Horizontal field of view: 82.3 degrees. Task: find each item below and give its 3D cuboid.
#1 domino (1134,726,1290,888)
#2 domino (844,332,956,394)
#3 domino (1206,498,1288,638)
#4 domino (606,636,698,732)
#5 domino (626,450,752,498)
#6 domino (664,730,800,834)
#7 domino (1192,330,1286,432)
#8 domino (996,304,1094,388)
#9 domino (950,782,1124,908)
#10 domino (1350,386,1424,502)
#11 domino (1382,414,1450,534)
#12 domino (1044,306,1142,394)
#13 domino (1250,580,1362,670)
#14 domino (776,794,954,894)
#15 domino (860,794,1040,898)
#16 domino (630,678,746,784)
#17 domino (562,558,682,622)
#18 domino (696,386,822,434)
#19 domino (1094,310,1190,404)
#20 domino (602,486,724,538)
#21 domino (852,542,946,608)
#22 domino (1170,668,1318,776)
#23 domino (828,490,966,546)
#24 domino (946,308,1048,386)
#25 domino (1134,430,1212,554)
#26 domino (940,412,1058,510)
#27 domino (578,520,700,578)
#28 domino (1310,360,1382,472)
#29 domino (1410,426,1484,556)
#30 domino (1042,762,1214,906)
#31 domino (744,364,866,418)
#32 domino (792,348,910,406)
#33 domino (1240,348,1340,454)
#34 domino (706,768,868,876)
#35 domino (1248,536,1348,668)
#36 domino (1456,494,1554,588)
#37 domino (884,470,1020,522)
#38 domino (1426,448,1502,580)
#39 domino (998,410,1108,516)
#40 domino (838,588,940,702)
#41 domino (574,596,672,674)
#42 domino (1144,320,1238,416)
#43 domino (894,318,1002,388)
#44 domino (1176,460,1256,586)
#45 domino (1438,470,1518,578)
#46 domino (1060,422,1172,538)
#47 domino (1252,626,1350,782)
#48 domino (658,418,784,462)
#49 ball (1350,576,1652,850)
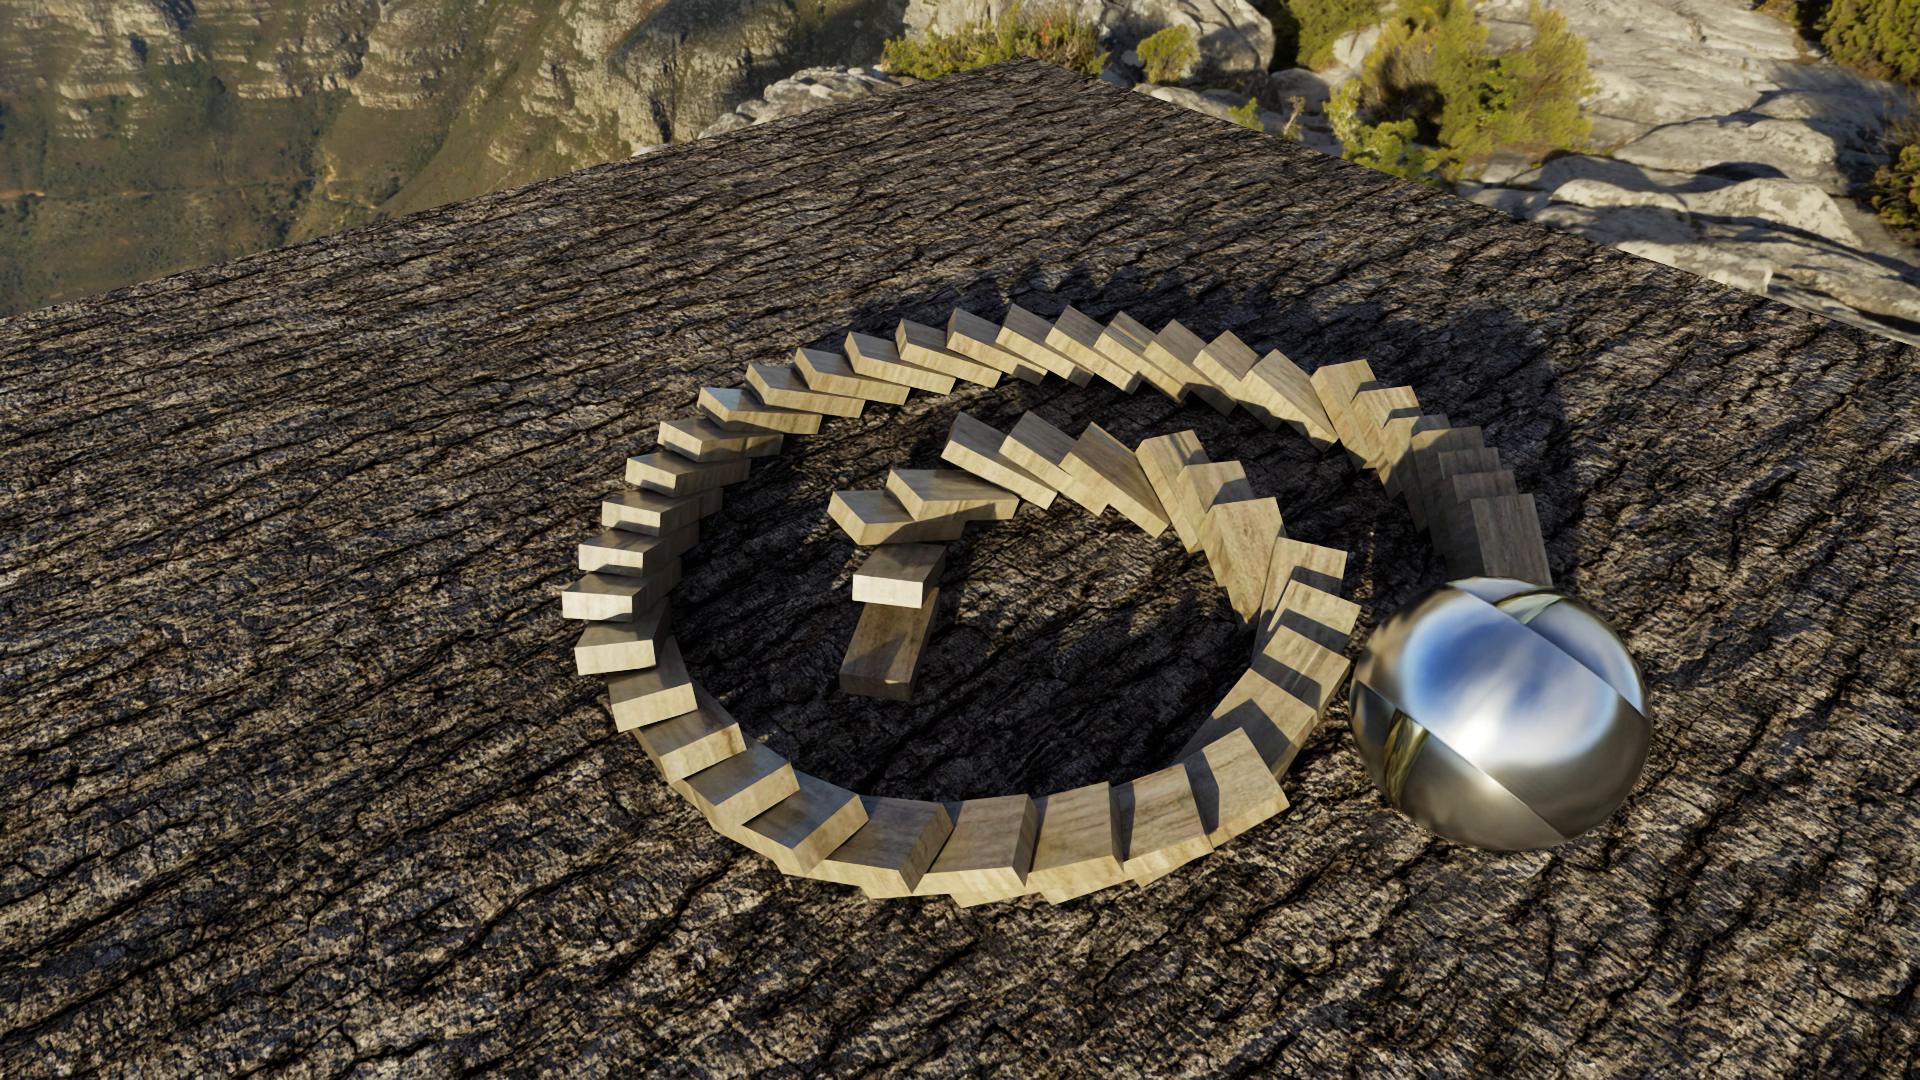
[{"bbox_3d":[0.069,0.080,0.329,0.050,0.010,0.025,-30,43,5],"label":"domino"},{"bbox_3d":[-0.029,-0.086,0.533,0.050,0.010,0.025,9,33,-27],"label":"domino"},{"bbox_3d":[0.112,0.010,0.414,0.025,0.010,0.050,-8,68,-9],"label":"domino"},{"bbox_3d":[-0.105,0.047,0.370,0.025,0.009,0.050,-15,17,-17],"label":"domino"},{"bbox_3d":[-0.114,-0.030,0.464,0.025,0.009,0.050,19,19,21],"label":"domino"},{"bbox_3d":[-0.073,0.072,0.340,0.025,0.009,0.050,-27,22,-29],"label":"domino"},{"bbox_3d":[0.137,-0.076,0.521,0.050,0.009,0.025,43,52,11],"label":"domino"},{"bbox_3d":[0.044,-0.097,0.546,0.050,0.010,0.025,27,40,-6],"label":"domino"},{"bbox_3d":[0.022,0.089,0.319,0.050,0.010,0.025,-18,36,18],"label":"domino"},{"bbox_3d":[0.192,-0.042,0.479,0.025,0.010,0.050,-8,66,-10],"label":"domino"},{"bbox_3d":[0.198,-0.028,0.461,0.025,0.010,0.050,-6,65,-7],"label":"domino"},{"bbox_3d":[0.069,-0.094,0.543,0.050,0.010,0.025,32,44,0],"label":"domino"},{"bbox_3d":[0.116,0.041,0.376,0.025,0.009,0.050,23,70,22],"label":"domino"},{"bbox_3d":[-0.029,0.087,0.321,0.050,0.009,0.025,-5,32,36],"label":"domino"},{"bbox_3d":[-0.003,0.089,0.319,0.050,0.009,0.025,-12,34,25],"label":"domino"},{"bbox_3d":[-0.090,0.060,0.354,0.025,0.010,0.050,-22,20,-24],"label":"domino"},{"bbox_3d":[-0.124,0.017,0.407,0.025,0.010,0.050,4,15,5],"label":"domino"},{"bbox_3d":[-0.091,-0.059,0.499,0.050,0.009,0.025,-3,32,-44],"label":"domino"},{"bbox_3d":[0.093,-0.089,0.537,0.050,0.009,0.025,35,46,3],"label":"domino"},{"bbox_3d":[-0.119,-0.014,0.445,0.025,0.010,0.050,11,17,14],"label":"domino"},{"bbox_3d":[-0.022,0.012,0.413,0.025,0.010,0.050,6,16,8],"label":"domino"},{"bbox_3d":[0.086,0.067,0.345,0.025,0.010,0.050,34,75,35],"label":"domino"},{"bbox_3d":[-0.025,-0.010,0.441,0.050,0.009,0.025,-3,34,-39],"label":"domino"},{"bbox_3d":[0.018,-0.096,0.544,0.050,0.010,0.025,20,37,-14],"label":"domino"},{"bbox_3d":[0.095,-0.020,0.452,0.025,0.010,0.050,-13,65,-23],"label":"domino"},{"bbox_3d":[0.018,-0.034,0.468,0.050,0.010,0.025,26,35,-8],"label":"domino"},{"bbox_3d":[-0.123,0.001,0.426,0.025,0.009,0.050,7,16,9],"label":"domino"},{"bbox_3d":[0.181,-0.056,0.495,0.025,0.009,0.050,-12,67,-17],"label":"domino"},{"bbox_3d":[0.201,-0.020,0.444,0.025,0.010,0.050,-6,79,-7],"label":"domino"},{"bbox_3d":[0.046,0.086,0.322,0.050,0.009,0.025,-23,39,13],"label":"domino"},{"bbox_3d":[-0.072,-0.069,0.513,0.050,0.009,0.025,2,32,-37],"label":"domino"},{"bbox_3d":[-0.051,-0.078,0.523,0.050,0.009,0.025,5,32,-34],"label":"domino"},{"bbox_3d":[0.157,-0.065,0.508,0.050,0.010,0.025,43,52,12],"label":"domino"},{"bbox_3d":[-0.053,0.081,0.328,0.050,0.010,0.025,5,33,47],"label":"domino"},{"bbox_3d":[0.121,0.026,0.395,0.025,0.009,0.050,13,68,13],"label":"domino"},{"bbox_3d":[0.204,0.009,0.409,0.025,0.009,0.050,-5,79,-7],"label":"domino"},{"bbox_3d":[-0.003,-0.019,0.452,0.050,0.010,0.025,-3,34,-39],"label":"domino"},{"bbox_3d":[0.202,-0.010,0.433,0.025,0.009,0.050,-5,79,-7],"label":"domino"},{"bbox_3d":[0.044,-0.033,0.467,0.050,0.010,0.025,33,40,2],"label":"domino"},{"bbox_3d":[-0.025,0.036,0.400,0.025,0.010,0.050,7,40,9],"label":"domino"},{"bbox_3d":[-0.117,0.033,0.387,0.025,0.010,0.050,-6,15,-7],"label":"domino"},{"bbox_3d":[0.116,-0.083,0.530,0.050,0.010,0.025,39,49,7],"label":"domino"},{"bbox_3d":[-0.006,-0.092,0.540,0.050,0.009,0.025,14,35,-21],"label":"domino"},{"bbox_3d":[0.107,-0.007,0.435,0.025,0.009,0.050,-6,62,-18],"label":"domino"},{"bbox_3d":[0.202,-0.001,0.421,0.025,0.009,0.050,-6,79,-7],"label":"domino"},{"bbox_3d":[0.068,-0.025,0.457,0.050,0.010,0.025,37,46,2],"label":"domino"},{"bbox_3d":[0.103,0.055,0.360,0.025,0.009,0.050,30,73,29],"label":"domino"},{"bbox_3d":[-0.104,-0.045,0.482,0.025,0.010,0.050,25,21,28],"label":"domino"},{"bbox_3d":[0.158,0.051,0.326,0.080,0.080,0.080,0,39,0],"label":"ball"}]
